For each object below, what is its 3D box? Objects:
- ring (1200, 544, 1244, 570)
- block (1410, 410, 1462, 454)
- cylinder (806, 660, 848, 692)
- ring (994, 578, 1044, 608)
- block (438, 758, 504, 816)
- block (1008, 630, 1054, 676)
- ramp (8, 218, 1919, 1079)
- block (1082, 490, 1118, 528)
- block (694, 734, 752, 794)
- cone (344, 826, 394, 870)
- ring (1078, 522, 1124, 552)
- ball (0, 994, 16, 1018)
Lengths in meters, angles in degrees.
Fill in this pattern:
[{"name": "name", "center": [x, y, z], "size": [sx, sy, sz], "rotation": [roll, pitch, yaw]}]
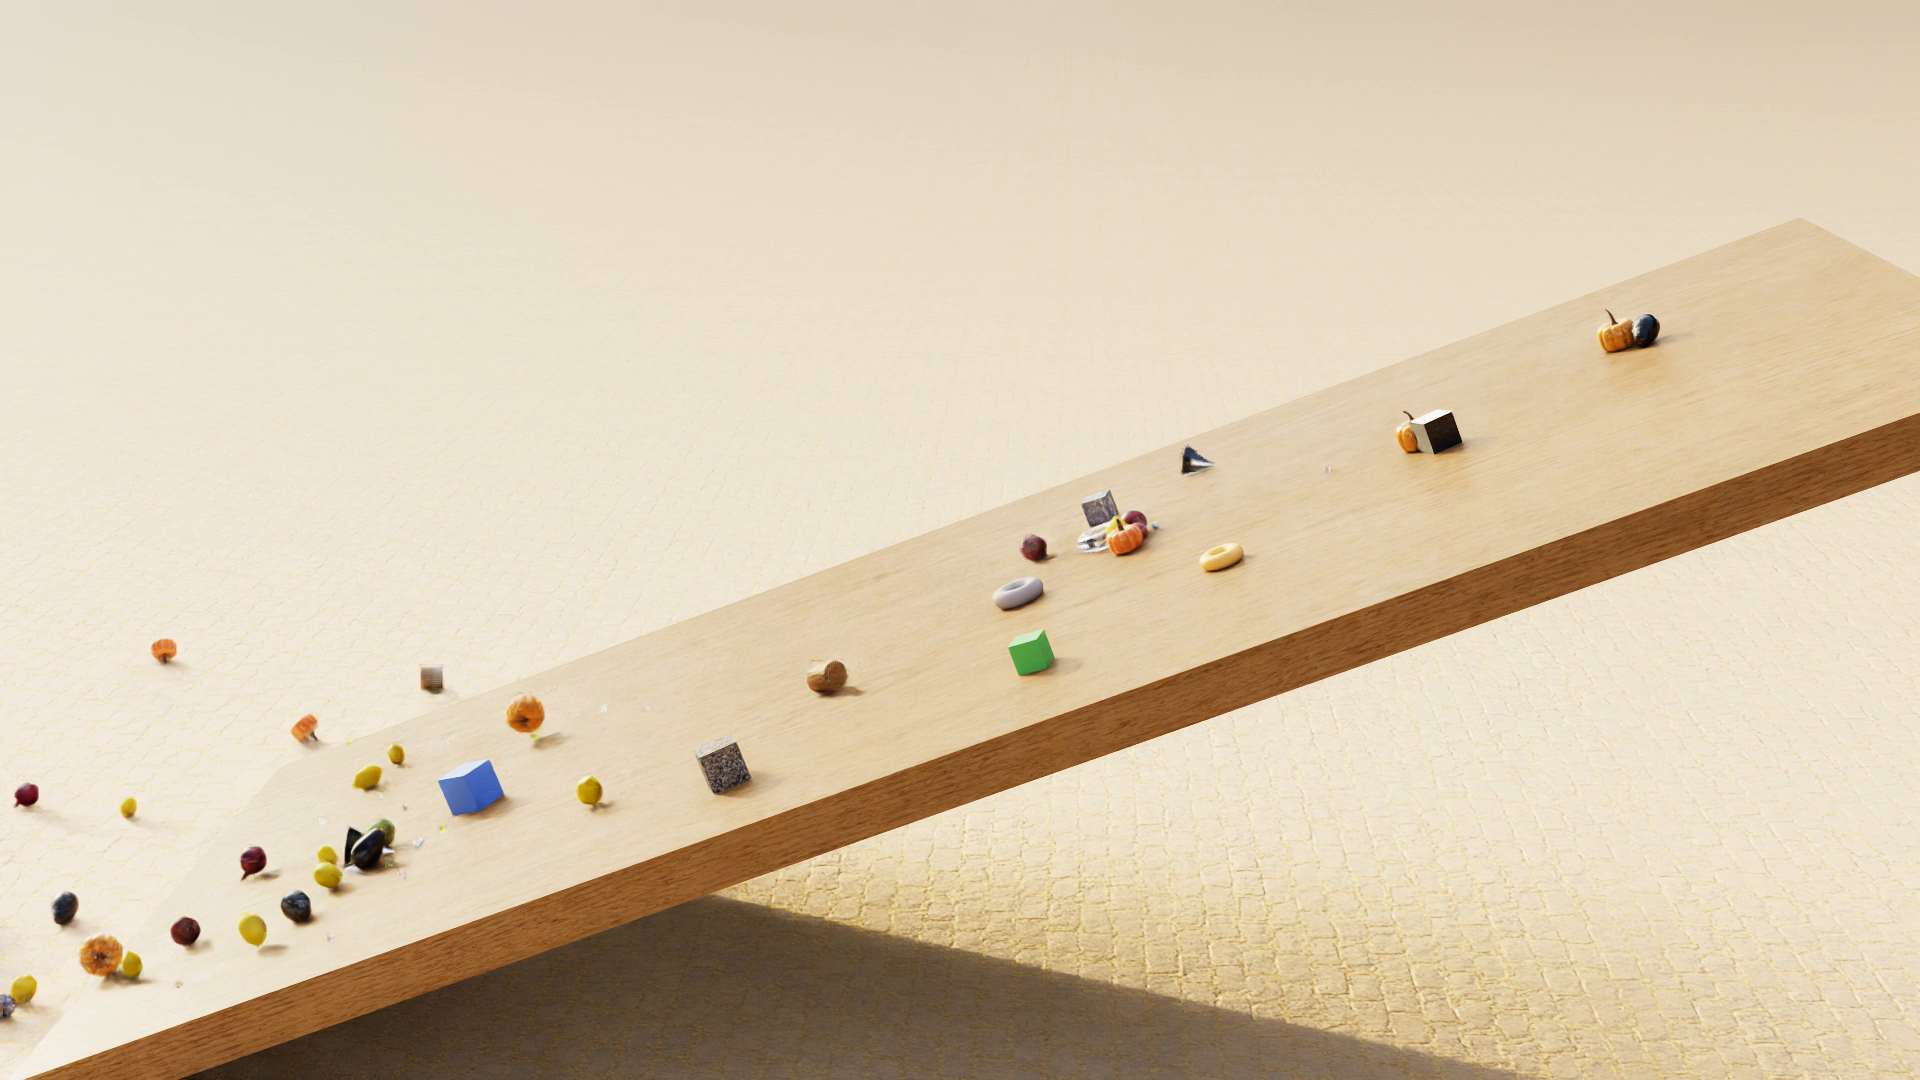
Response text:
[{"name": "ring", "center": [0.525, 0.034, 5.898], "size": [0.092, 0.031, 0.092], "rotation": [-20, 13, 5]}, {"name": "block", "center": [0.996, -0.226, 6.154], "size": [0.069, 0.069, 0.069], "rotation": [-24, 12, -13]}, {"name": "cylinder", "center": [-0.276, 0.283, 6.095], "size": [0.062, 0.062, 0.062], "rotation": [-11, 3, -39]}, {"name": "ring", "center": [0.124, 0.112, 6.235], "size": [0.112, 0.037, 0.112], "rotation": [-20, 13, 5]}, {"name": "block", "center": [-1.045, 0.528, 6.284], "size": [0.084, 0.084, 0.084], "rotation": [-12, 15, 37]}, {"name": "block", "center": [0.138, 0.217, 5.671], "size": [0.061, 0.061, 0.061], "rotation": [-17, 12, 21]}, {"name": "ramp", "center": [0.118, 0.176, 6.295], "size": [4.000, 0.100, 2.000], "rotation": [-20, 12, 7]}, {"name": "block", "center": [0.318, -0.072, 6.678], "size": [0.058, 0.058, 0.058], "rotation": [-17, 12, 20]}, {"name": "block", "center": [-0.460, 0.434, 5.691], "size": [0.079, 0.079, 0.079], "rotation": [-23, 12, -10]}, {"name": "cone", "center": [-1.236, 0.649, 6.170], "size": [0.097, 0.097, 0.097], "rotation": [5, 13, -5]}, {"name": "ring", "center": [0.309, -0.006, 6.446], "size": [0.111, 0.037, 0.111], "rotation": [-22, 12, 5]}, {"name": "ball", "center": [-1.988, 0.969, 6.112], "size": [0.050, 0.050, 0.050], "rotation": [0, 13, 0]}]
